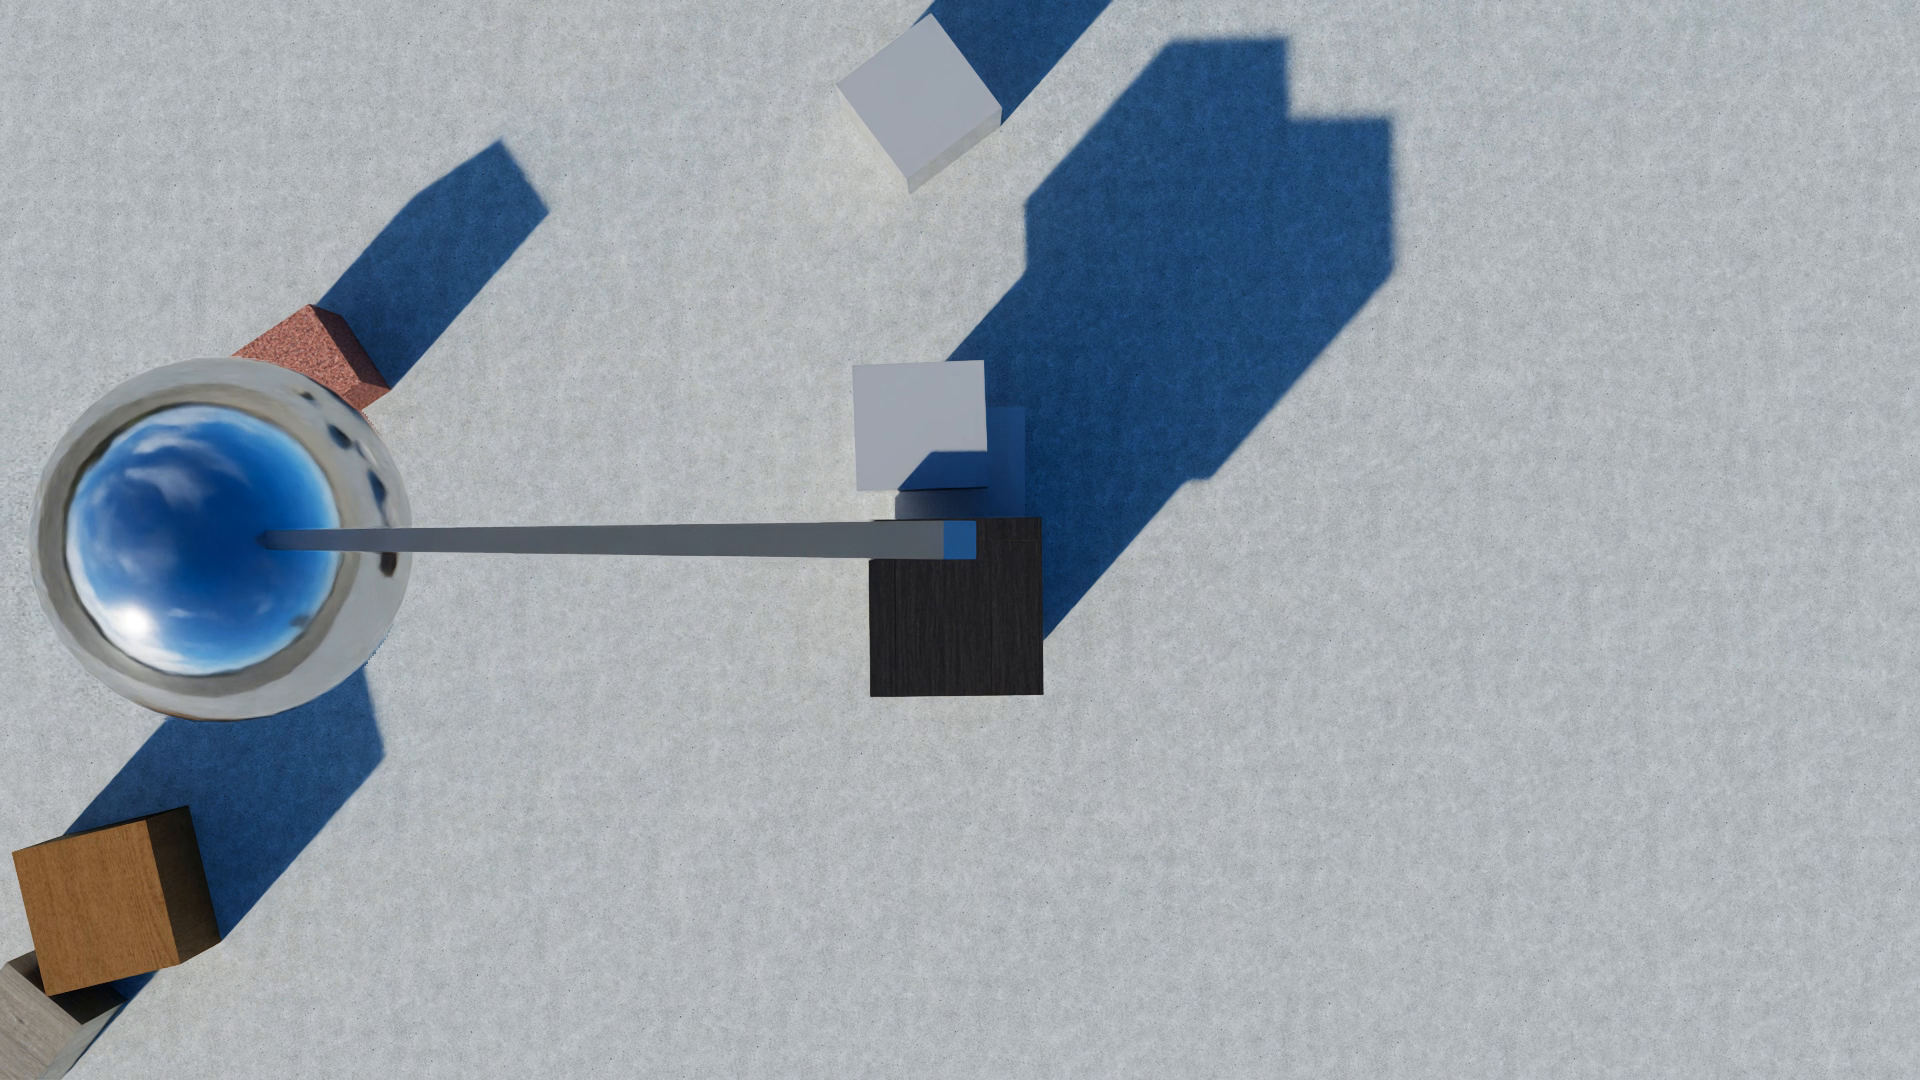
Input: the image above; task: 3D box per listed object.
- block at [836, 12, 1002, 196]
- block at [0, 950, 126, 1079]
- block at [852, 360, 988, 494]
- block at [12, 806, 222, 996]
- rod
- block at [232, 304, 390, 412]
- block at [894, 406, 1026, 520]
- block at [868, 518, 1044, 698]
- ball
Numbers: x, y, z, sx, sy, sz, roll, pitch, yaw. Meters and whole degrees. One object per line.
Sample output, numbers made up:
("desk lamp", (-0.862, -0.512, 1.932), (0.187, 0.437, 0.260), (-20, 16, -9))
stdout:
("block", (-0.233, -2.507, 12.707), (0.674, 0.586, 0.668), (-37, 90, 0))
("block", (-5.339, 2.791, 12.661), (0.550, 0.677, 0.646), (40, 90, 0))
("block", (-0.212, -0.610, 12.025), (0.702, 0.613, 0.673), (-2, 90, 0))
("block", (-4.838, 2.062, 12.655), (0.770, 0.689, 0.832), (-14, 90, 0))
("rod", (-1.391, 0.000, 6.751), (0.080, 5.200, 0.080), (0, 90, -32))
("block", (-3.773, -0.928, 12.667), (0.641, 0.665, 0.529), (-34, 90, 0))
("block", (0.000, -0.345, 12.666), (0.732, 0.668, 0.805), (0, 90, 0))
("block", (-0.022, 0.352, 11.880), (0.908, 0.785, 0.929), (-1, 90, 0))
("ball", (-3.211, 0.000, 9.623), (1.600, 1.600, 1.600), (0, 90, 0))
